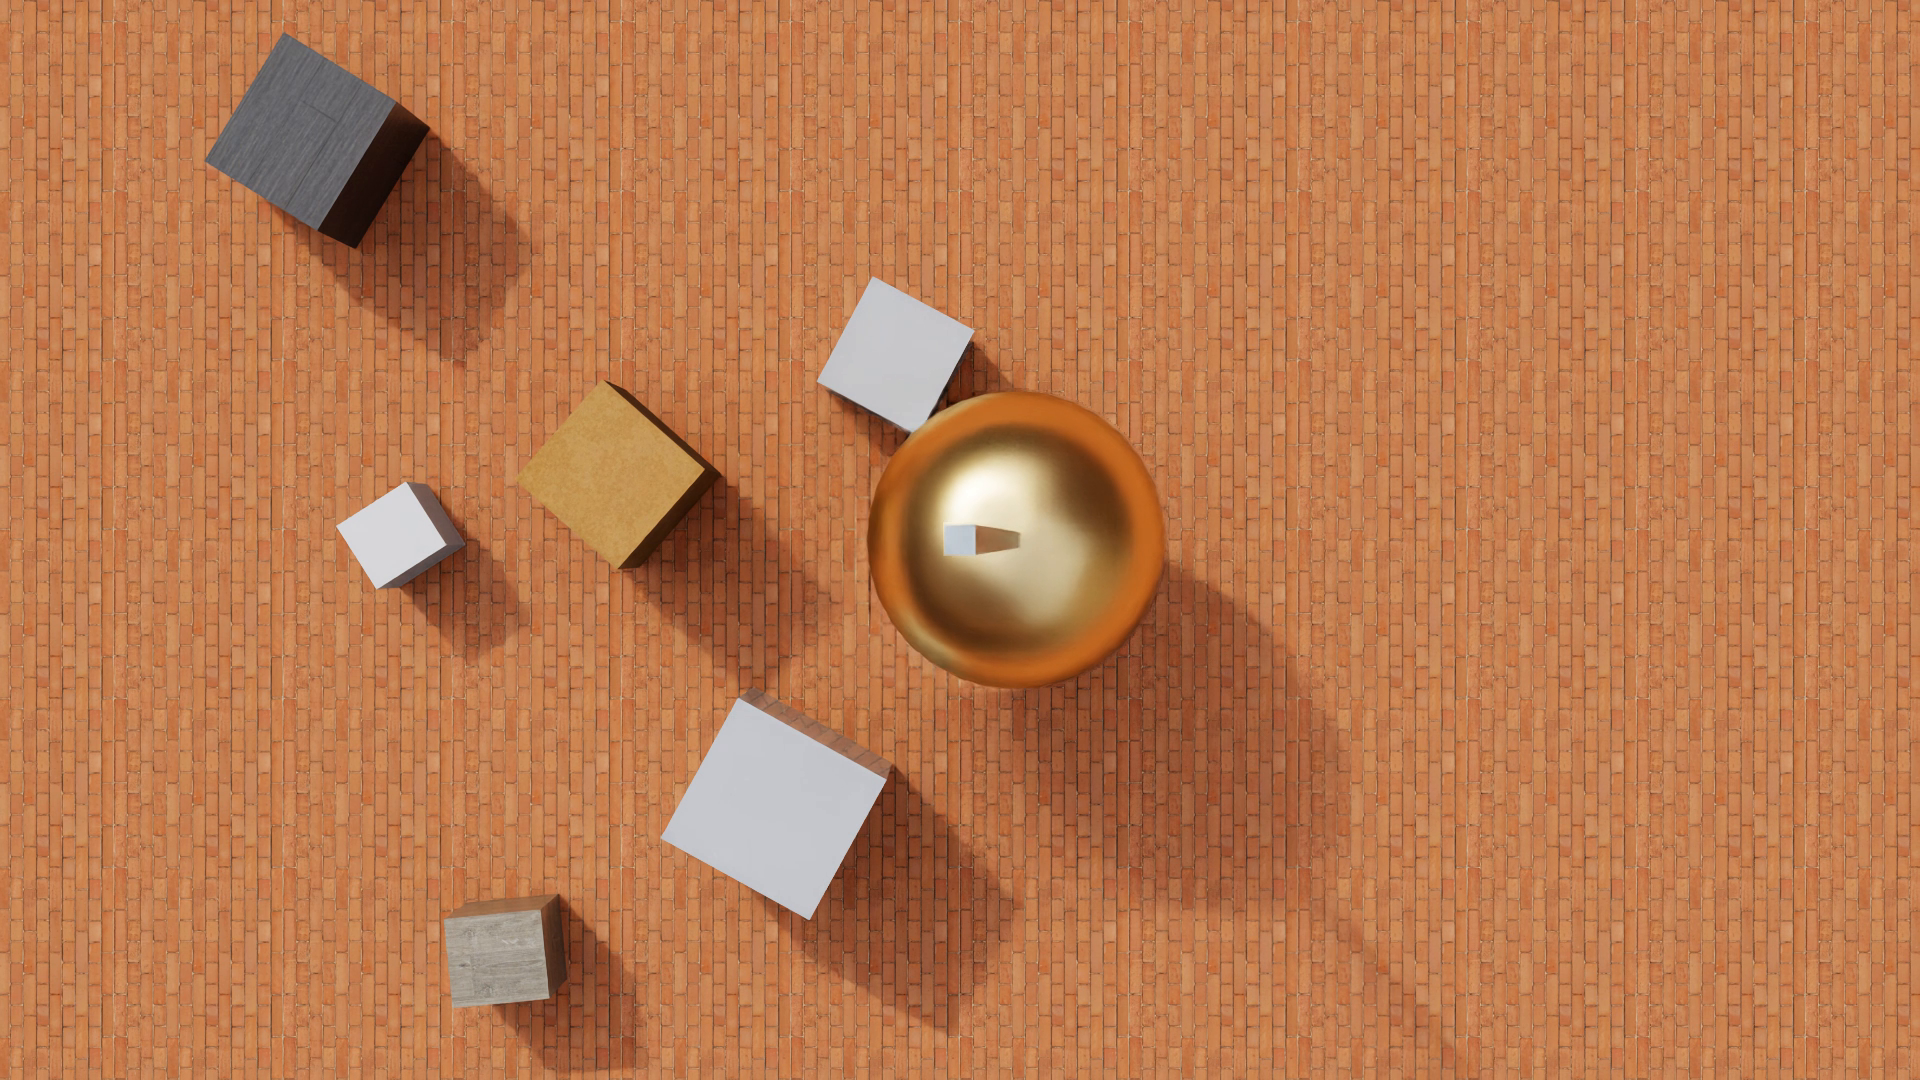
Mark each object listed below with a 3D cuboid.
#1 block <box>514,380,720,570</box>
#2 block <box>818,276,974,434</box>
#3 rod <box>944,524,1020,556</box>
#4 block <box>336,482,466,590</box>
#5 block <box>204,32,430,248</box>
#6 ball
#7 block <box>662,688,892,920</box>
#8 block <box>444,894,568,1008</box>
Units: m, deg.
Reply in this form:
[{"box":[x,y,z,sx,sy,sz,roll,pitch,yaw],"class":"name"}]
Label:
[{"box":[-1.936,-0.363,12.574,0.757,0.852,0.737,41,90,0],"class":"block"},{"box":[-0.360,-1.031,12.658,0.646,0.684,0.667,28,90,0],"class":"block"},{"box":[0.129,0.000,8.362,0.080,5.200,0.080,0,90,3],"class":"rod"},{"box":[-3.233,-0.025,12.751,0.470,0.497,0.427,-33,90,0],"class":"block"},{"box":[-3.666,-2.272,12.610,0.738,0.779,0.844,32,90,0],"class":"block"},{"box":[0.298,0.000,11.758,1.600,1.600,1.600,0,90,0],"class":"ball"},{"box":[-1.022,1.476,12.533,0.932,0.935,0.879,29,90,0],"class":"block"},{"box":[-2.620,2.368,12.716,0.549,0.569,0.507,-6,90,0],"class":"block"}]
